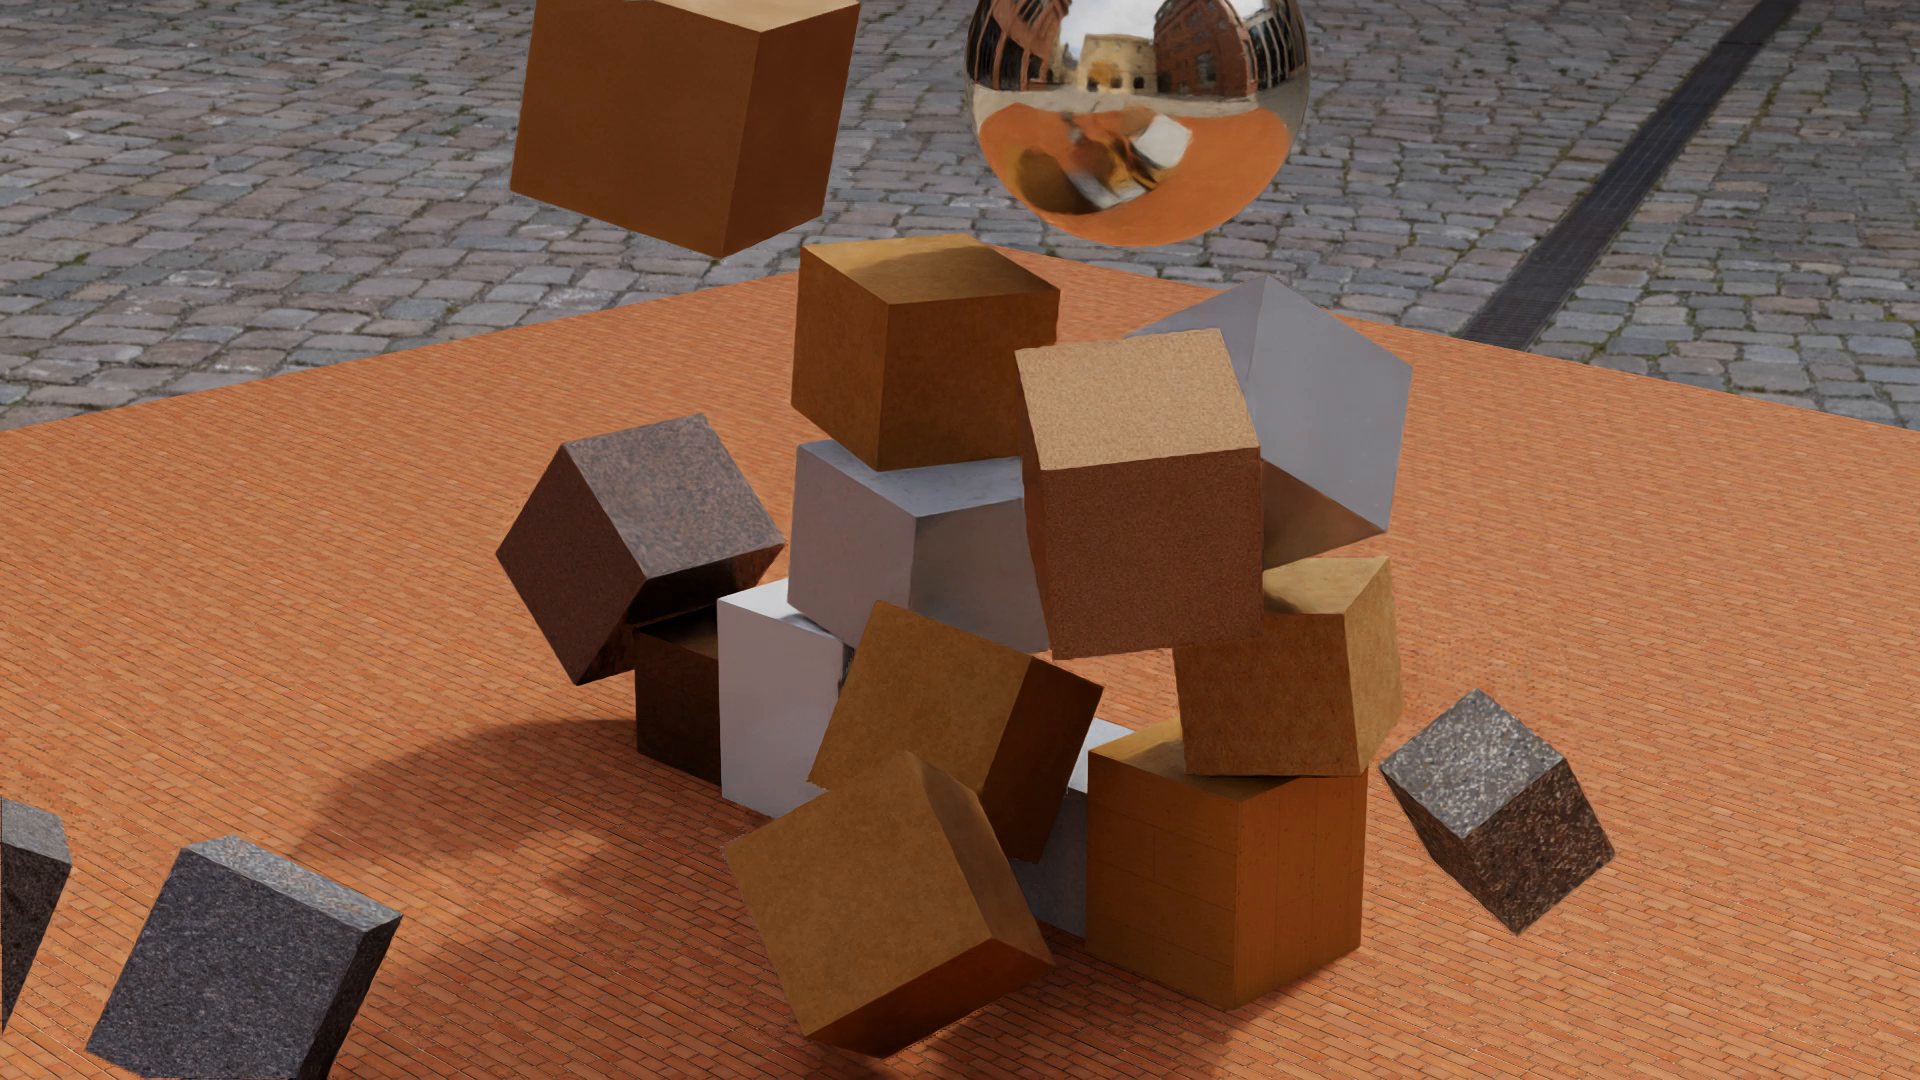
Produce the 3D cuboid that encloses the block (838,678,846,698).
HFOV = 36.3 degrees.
[{"bbox_3d":[-0.042,1.052,13.592,0.732,0.843,0.735,-17,24,-42],"label":"block"}]

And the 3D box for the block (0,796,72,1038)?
[{"bbox_3d":[-3.615,1.249,10.328,0.703,0.660,0.681,22,1,-23],"label":"block"}]

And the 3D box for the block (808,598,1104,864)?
[{"bbox_3d":[-0.007,0.824,12.490,0.769,0.817,0.809,19,-3,27],"label":"block"}]

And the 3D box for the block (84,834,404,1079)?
[{"bbox_3d":[-2.598,1.608,10.731,0.716,0.785,0.798,25,-3,0],"label":"block"}]

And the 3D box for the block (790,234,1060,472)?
[{"bbox_3d":[-0.175,-0.891,13.673,0.880,0.795,0.907,-7,25,-28],"label":"block"}]

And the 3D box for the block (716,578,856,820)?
[{"bbox_3d":[-0.554,0.774,14.173,0.840,1.024,0.888,-17,24,-42],"label":"block"}]

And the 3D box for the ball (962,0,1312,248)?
[{"bbox_3d":[0.813,-2.153,13.517,1.600,1.600,1.600,0,17,0],"label":"ball"}]

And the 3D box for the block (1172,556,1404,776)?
[{"bbox_3d":[1.379,0.522,12.278,0.735,0.689,0.793,-2,16,22],"label":"block"}]

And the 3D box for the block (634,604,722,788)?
[{"bbox_3d":[-1.131,0.767,14.794,0.734,0.666,0.704,17,24,42],"label":"block"}]

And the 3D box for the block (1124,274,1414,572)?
[{"bbox_3d":[1.200,-0.445,12.000,0.842,0.767,0.862,28,-29,-30],"label":"block"}]

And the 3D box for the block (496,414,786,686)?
[{"bbox_3d":[-1.648,0.044,15.081,0.905,0.943,0.859,-16,64,-42],"label":"block"}]

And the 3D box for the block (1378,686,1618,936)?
[{"bbox_3d":[1.955,0.985,10.684,0.472,0.555,0.559,-38,35,-6],"label":"block"}]

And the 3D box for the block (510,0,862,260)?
[{"bbox_3d":[-0.913,-1.485,9.804,0.797,0.757,0.773,19,23,17],"label":"block"}]

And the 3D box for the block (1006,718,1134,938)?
[{"bbox_3d":[0.553,1.270,13.167,0.744,0.682,0.702,16,24,42],"label":"block"}]

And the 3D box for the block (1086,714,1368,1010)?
[{"bbox_3d":[1.140,1.328,12.570,0.826,0.928,0.866,17,24,42],"label":"block"}]

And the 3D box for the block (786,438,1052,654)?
[{"bbox_3d":[-0.110,0.023,13.563,0.966,0.798,0.973,-11,27,-34],"label":"block"}]

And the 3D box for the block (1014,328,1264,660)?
[{"bbox_3d":[0.658,-0.177,10.862,0.776,0.827,0.852,-6,34,-2],"label":"block"}]

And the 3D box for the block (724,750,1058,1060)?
[{"bbox_3d":[-0.257,1.429,11.352,0.801,0.797,0.918,-29,-21,8],"label":"block"}]
